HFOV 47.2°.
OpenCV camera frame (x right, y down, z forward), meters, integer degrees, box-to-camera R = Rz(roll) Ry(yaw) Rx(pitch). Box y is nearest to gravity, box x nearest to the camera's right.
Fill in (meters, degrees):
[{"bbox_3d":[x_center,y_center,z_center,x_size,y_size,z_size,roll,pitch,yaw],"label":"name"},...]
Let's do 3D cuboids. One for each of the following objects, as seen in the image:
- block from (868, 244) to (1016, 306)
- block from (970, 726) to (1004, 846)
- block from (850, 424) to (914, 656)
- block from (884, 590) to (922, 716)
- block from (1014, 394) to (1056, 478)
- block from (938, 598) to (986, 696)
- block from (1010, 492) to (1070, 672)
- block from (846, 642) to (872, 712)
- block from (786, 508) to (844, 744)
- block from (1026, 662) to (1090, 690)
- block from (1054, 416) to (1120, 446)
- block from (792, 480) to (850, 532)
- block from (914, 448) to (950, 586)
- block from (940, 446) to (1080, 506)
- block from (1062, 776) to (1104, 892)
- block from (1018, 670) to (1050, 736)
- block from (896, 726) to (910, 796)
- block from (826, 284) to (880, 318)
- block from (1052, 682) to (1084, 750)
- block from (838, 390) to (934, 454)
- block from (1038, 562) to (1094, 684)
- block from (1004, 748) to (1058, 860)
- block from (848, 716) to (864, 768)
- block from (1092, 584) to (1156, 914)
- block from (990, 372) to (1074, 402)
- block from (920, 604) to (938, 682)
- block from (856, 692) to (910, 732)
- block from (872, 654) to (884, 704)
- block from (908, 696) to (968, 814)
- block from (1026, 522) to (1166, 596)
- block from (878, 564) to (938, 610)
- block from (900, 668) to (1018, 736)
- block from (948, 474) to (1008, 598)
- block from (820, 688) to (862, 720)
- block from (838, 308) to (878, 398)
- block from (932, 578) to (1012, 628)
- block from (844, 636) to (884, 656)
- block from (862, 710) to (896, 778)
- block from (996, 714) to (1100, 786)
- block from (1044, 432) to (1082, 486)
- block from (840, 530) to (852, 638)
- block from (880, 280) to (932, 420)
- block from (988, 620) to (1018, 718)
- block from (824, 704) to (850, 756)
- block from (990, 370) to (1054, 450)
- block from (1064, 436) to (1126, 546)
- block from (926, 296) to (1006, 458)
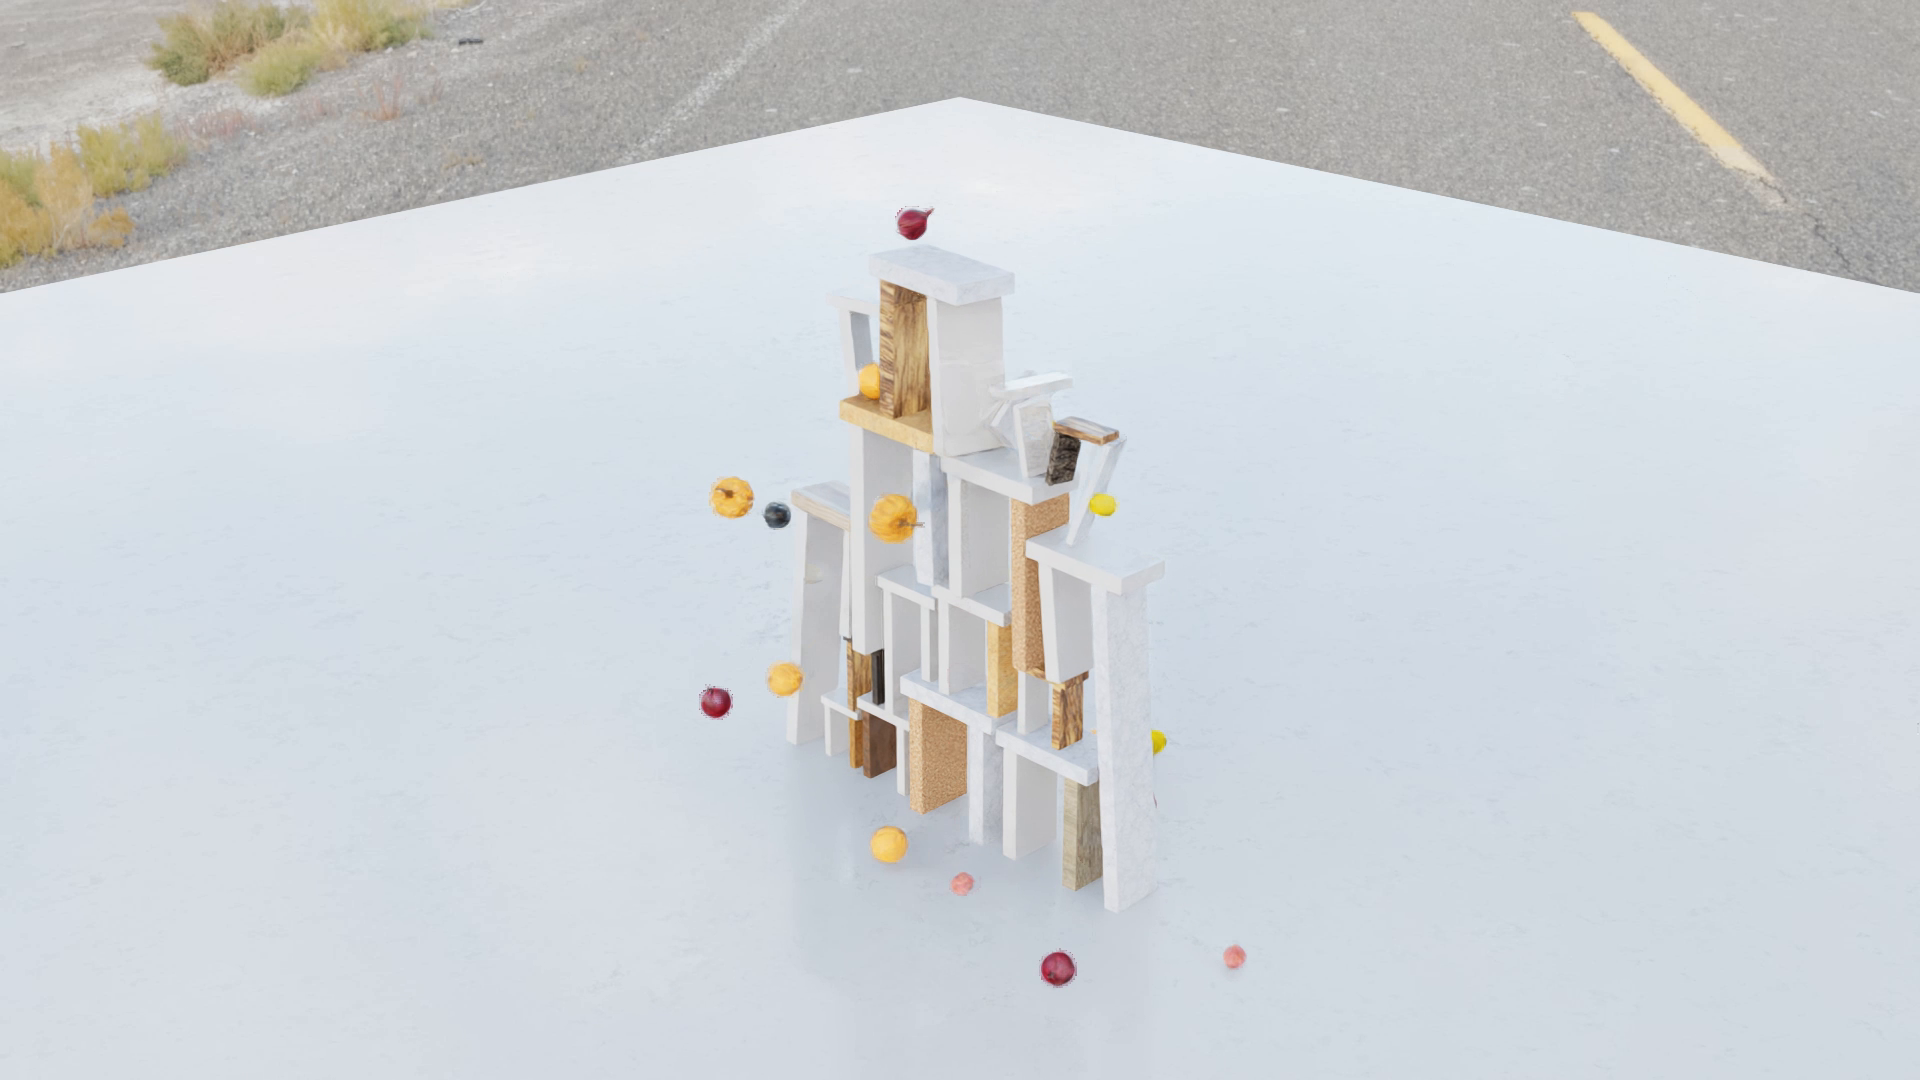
[{"bbox_3d":[-0.036,-0.490,4.053,0.135,0.038,0.269,-16,27,-35],"label":"block"},{"bbox_3d":[0.077,0.463,4.343,0.127,0.255,0.036,-21,31,-40],"label":"block"},{"bbox_3d":[-0.155,-0.015,4.392,0.135,0.485,0.038,-20,30,-40],"label":"block"},{"bbox_3d":[-0.115,0.215,4.446,0.081,0.277,0.023,-21,31,-40],"label":"block"},{"bbox_3d":[0.138,-0.187,3.965,0.069,0.139,0.020,-22,29,-25],"label":"block"},{"bbox_3d":[0.004,0.195,4.301,0.100,0.200,0.028,-21,31,-40],"label":"block"},{"bbox_3d":[0.150,0.067,4.085,0.035,0.343,0.122,21,32,41],"label":"block"},{"bbox_3d":[-0.208,0.276,4.569,0.056,0.156,0.016,-20,29,-40],"label":"block"},{"bbox_3d":[-0.303,0.175,4.656,0.032,0.534,0.114,24,29,39],"label":"block"},{"bbox_3d":[0.171,0.242,4.139,0.132,0.019,0.066,21,31,41],"label":"block"},{"bbox_3d":[0.223,-0.194,3.889,0.106,0.015,0.053,21,29,37],"label":"block"},{"bbox_3d":[-0.229,-0.065,4.500,0.114,0.032,0.229,-14,27,-39],"label":"block"},{"bbox_3d":[-0.029,-0.061,4.231,0.038,0.271,0.135,14,26,34],"label":"block"},{"bbox_3d":[0.091,-0.128,4.062,0.122,0.035,0.244,-20,30,-39],"label":"block"},{"bbox_3d":[0.249,0.540,4.187,0.033,0.236,0.118,21,31,41],"label":"block"},{"bbox_3d":[0.140,0.300,4.196,0.066,0.132,0.019,-21,31,-40],"label":"block"},{"bbox_3d":[-0.094,0.442,4.521,0.077,0.155,0.022,-21,31,-41],"label":"block"},{"bbox_3d":[-0.168,-0.461,4.251,0.170,0.024,0.085,17,27,36],"label":"block"},{"bbox_3d":[0.203,0.324,4.139,0.066,0.132,0.019,-21,31,-40],"label":"block"},{"bbox_3d":[-0.093,-0.233,4.236,0.135,0.038,0.271,-19,30,-40],"label":"block"},{"bbox_3d":[0.204,0.136,4.062,0.117,0.233,0.033,-21,25,-40],"label":"block"},{"bbox_3d":[0.138,0.496,4.290,0.033,0.236,0.118,21,31,41],"label":"block"},{"bbox_3d":[-0.205,0.417,4.627,0.059,0.117,0.017,-21,30,-40],"label":"block"},{"bbox_3d":[0.304,0.371,4.048,0.033,0.653,0.117,15,27,41],"label":"block"},{"bbox_3d":[0.132,-0.282,4.043,0.139,0.020,0.069,-13,17,-20],"label":"block"},{"bbox_3d":[-0.039,0.193,4.353,0.081,0.163,0.023,-21,31,-40],"label":"block"},{"bbox_3d":[-0.131,0.346,4.521,0.077,0.022,0.155,-21,31,-41],"label":"block"},{"bbox_3d":[-0.154,0.277,4.511,0.056,0.113,0.016,-20,29,-40],"label":"block"},{"bbox_3d":[-0.044,0.416,4.453,0.127,0.255,0.036,-21,31,-41],"label":"block"},{"bbox_3d":[0.243,0.033,3.964,0.117,0.033,0.233,-21,31,-40],"label":"block"},{"bbox_3d":[-0.078,0.092,4.352,0.081,0.023,0.163,-21,31,-40],"label":"block"},{"bbox_3d":[0.016,0.306,4.341,0.127,0.036,0.255,-21,31,-40],"label":"block"},{"bbox_3d":[0.036,-0.022,4.171,0.122,0.244,0.035,-20,29,-38],"label":"block"},{"bbox_3d":[-0.232,0.345,4.627,0.058,0.017,0.117,-20,30,-40],"label":"block"},{"bbox_3d":[-0.190,-0.262,4.370,0.024,0.432,0.085,2,21,22],"label":"block"},{"bbox_3d":[0.049,0.109,4.212,0.100,0.028,0.200,-20,30,-39],"label":"block"},{"bbox_3d":[-0.181,0.206,4.512,0.056,0.016,0.112,-20,30,-40],"label":"block"},{"bbox_3d":[-0.167,0.413,4.589,0.077,0.155,0.022,-21,31,-40],"label":"block"},{"bbox_3d":[0.194,0.393,4.188,0.118,0.033,0.236,-21,31,-40],"label":"block"},{"bbox_3d":[0.187,-0.150,3.939,0.053,0.106,0.015,-13,39,-32],"label":"block"},{"bbox_3d":[-0.186,0.080,4.495,0.114,0.229,0.032,-12,26,-37],"label":"block"},{"bbox_3d":[-0.089,-0.376,4.180,0.135,0.269,0.038,-19,30,-40],"label":"block"},{"bbox_3d":[0.098,0.232,4.214,0.100,0.200,0.028,-20,30,-39],"label":"block"},{"bbox_3d":[-0.260,0.396,4.677,0.059,0.117,0.017,-21,31,-41],"label":"block"},{"bbox_3d":[0.116,-0.243,4.111,0.020,0.069,0.139,3,55,53],"label":"block"},{"bbox_3d":[0.242,-0.087,3.933,0.015,0.217,0.053,35,35,22],"label":"block"},{"bbox_3d":[0.014,-0.311,4.065,0.135,0.300,0.038,-12,22,-25],"label":"block"}]
